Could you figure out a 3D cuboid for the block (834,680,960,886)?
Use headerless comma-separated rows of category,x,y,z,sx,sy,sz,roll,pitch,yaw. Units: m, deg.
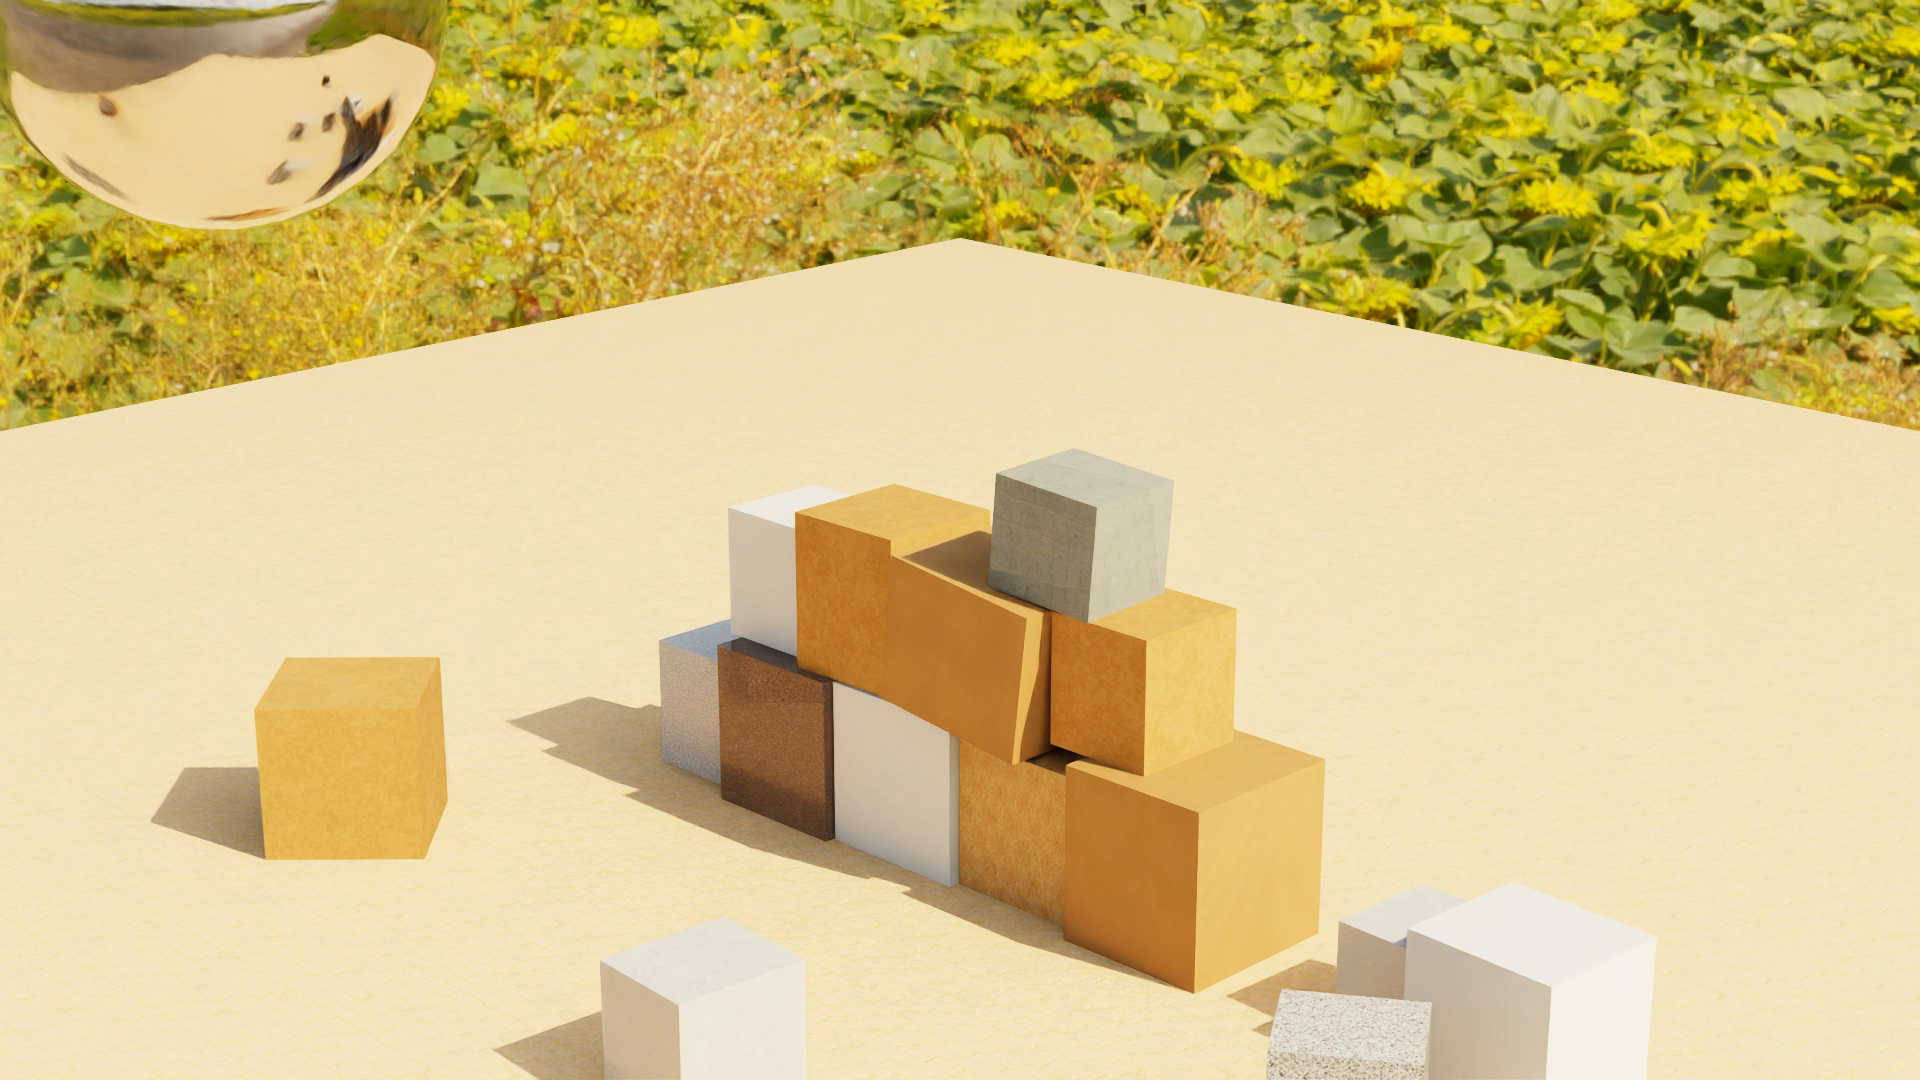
block,-0.049,1.037,13.724,0.763,0.792,0.766,-17,24,-42

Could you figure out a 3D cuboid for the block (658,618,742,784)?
block,-1.084,0.804,14.710,0.601,0.646,0.577,-17,24,-42

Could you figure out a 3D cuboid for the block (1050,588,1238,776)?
block,0.794,0.592,12.707,0.543,0.611,0.587,17,24,42

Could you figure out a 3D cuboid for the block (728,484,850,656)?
block,-0.717,0.149,14.153,0.555,0.638,0.567,-16,24,-42

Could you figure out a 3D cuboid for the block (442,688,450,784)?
block,-2.816,0.928,14.560,0.443,0.498,0.484,-6,19,-20

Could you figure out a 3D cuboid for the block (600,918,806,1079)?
block,-0.996,1.887,11.409,0.600,0.558,0.517,-15,23,-39

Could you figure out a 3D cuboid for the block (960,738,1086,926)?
block,0.489,1.233,13.227,0.664,0.716,0.732,-17,24,-42

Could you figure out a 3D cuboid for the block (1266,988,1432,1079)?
block,1.437,2.056,10.857,0.563,0.567,0.509,4,18,11

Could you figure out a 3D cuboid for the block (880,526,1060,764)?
block,0.256,0.436,13.172,0.835,0.698,0.836,-17,30,-43

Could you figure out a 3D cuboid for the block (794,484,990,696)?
block,-0.311,0.229,13.689,0.632,0.763,0.649,16,24,42

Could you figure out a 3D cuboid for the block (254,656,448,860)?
block,-2.861,1.024,13.845,0.737,0.745,0.706,0,17,-1

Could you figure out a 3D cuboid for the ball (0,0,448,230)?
ball,-2.568,-1.868,10.063,1.600,1.600,1.600,0,17,0

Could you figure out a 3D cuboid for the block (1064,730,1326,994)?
block,1.012,1.344,12.700,0.747,0.820,0.836,17,24,42

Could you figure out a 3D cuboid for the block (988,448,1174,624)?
block,0.524,-0.027,12.712,0.559,0.524,0.533,20,26,37

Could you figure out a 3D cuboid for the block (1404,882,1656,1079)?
block,2.221,1.825,11.487,0.660,0.630,0.695,-15,23,-40

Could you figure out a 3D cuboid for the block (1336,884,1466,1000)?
block,1.876,1.762,11.943,0.534,0.477,0.438,-15,23,-40

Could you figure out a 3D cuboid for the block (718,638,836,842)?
block,-0.609,0.876,14.230,0.823,0.795,0.754,-17,24,-42
